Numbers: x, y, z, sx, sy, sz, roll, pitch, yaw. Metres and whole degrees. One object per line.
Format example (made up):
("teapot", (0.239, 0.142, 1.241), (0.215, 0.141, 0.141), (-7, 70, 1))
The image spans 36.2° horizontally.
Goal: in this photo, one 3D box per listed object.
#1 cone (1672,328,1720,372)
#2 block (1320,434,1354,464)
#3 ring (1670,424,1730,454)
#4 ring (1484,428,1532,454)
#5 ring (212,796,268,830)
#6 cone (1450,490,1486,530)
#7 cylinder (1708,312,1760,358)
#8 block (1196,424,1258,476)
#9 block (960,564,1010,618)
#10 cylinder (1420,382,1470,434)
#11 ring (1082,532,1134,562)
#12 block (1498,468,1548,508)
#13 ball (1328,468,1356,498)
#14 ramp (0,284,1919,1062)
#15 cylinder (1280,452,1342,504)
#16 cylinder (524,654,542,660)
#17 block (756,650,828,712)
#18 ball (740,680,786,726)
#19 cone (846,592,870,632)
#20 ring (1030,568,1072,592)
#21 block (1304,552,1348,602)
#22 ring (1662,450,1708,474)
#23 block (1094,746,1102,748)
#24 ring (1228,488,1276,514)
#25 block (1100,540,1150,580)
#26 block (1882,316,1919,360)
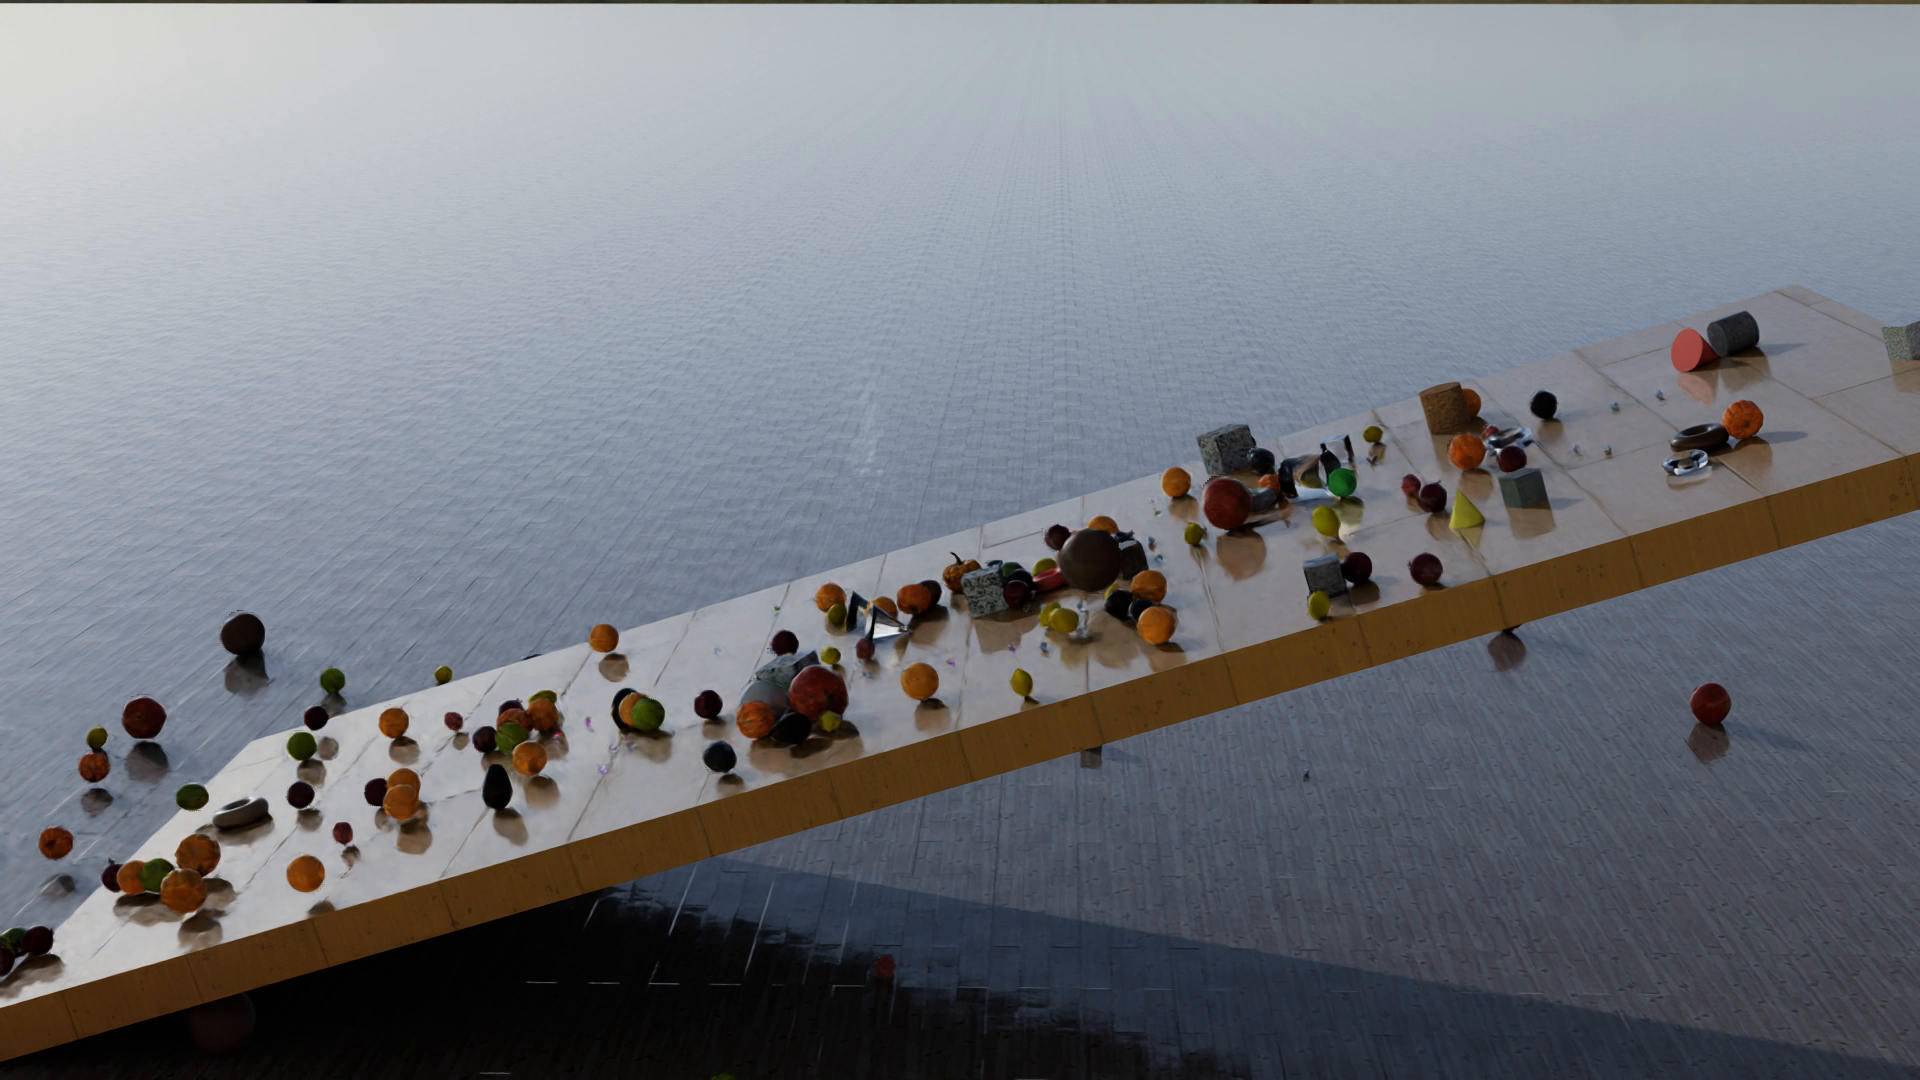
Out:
("cone", (1.646, -0.413, 6.514), (0.098, 0.098, 0.098), (8, 6, -28))
("block", (0.859, -0.205, 6.693), (0.053, 0.053, 0.053), (-13, 11, 25))
("ring", (1.437, -0.195, 5.714), (0.115, 0.038, 0.115), (-16, 11, 3))
("ring", (1.166, -0.210, 6.257), (0.109, 0.036, 0.109), (-17, 11, 3))
("ring", (-1.589, 0.602, 6.496), (0.126, 0.042, 0.126), (-16, 11, 3))
("cone", (0.974, -0.067, 5.702), (0.072, 0.072, 0.072), (-17, 10, 3))
("cylinder", (1.717, -0.457, 6.528), (0.081, 0.081, 0.081), (-20, 16, -13))
("block", (0.637, -0.216, 7.006), (0.094, 0.094, 0.094), (-21, 11, -20))
("block", (0.055, 0.108, 6.272), (0.083, 0.083, 0.083), (-16, 10, 7))
("cylinder", (1.100, -0.299, 6.672), (0.095, 0.095, 0.095), (-17, 10, 3))
("ring", (0.325, 0.015, 6.447), (0.119, 0.040, 0.119), (-16, 11, 3))
("block", (1.094, -0.101, 5.716), (0.060, 0.060, 0.060), (-21, 11, -19))
("ball", (0.818, -0.124, 6.294), (0.063, 0.063, 0.063), (0, 11, 0))
("ramp", (0.095, 0.185, 6.316), (4.000, 0.100, 2.000), (-16, 10, 5))
("cylinder", (0.758, -0.135, 6.355), (0.100, 0.100, 0.100), (-9, 3, 38))
("cylinder", (-1.088, 0.320, 7.506), (0.052, 0.052, 0.052), (5, 14, 22))
("block", (-0.339, 0.287, 5.943), (0.093, 0.093, 0.093), (-11, 12, 32))
("ball", (-0.390, 0.324, 5.830), (0.093, 0.093, 0.093), (0, 11, 0))
("cone", (-0.197, 0.166, 6.500), (0.094, 0.094, 0.094), (10, 12, 2))
("ring", (0.196, 0.084, 6.314), (0.093, 0.031, 0.093), (-18, 10, 3))
("block", (0.680, 0.070, 5.472), (0.066, 0.066, 0.066), (-16, 10, 9))
("ring", (1.377, -0.148, 5.585), (0.088, 0.029, 0.088), (-16, 11, 3))
("block", (0.347, 0.518, 7.777), (0.055, 0.055, 0.055), (1, 11, 4))
("ring", (0.642, -0.086, 6.468), (0.110, 0.037, 0.110), (-16, 11, 3))
("block", (0.347, 0.043, 6.184), (0.064, 0.064, 0.064), (-22, 11, -23))
("block", (1.923, -0.409, 5.951), (0.070, 0.070, 0.070), (-21, 11, -18))
